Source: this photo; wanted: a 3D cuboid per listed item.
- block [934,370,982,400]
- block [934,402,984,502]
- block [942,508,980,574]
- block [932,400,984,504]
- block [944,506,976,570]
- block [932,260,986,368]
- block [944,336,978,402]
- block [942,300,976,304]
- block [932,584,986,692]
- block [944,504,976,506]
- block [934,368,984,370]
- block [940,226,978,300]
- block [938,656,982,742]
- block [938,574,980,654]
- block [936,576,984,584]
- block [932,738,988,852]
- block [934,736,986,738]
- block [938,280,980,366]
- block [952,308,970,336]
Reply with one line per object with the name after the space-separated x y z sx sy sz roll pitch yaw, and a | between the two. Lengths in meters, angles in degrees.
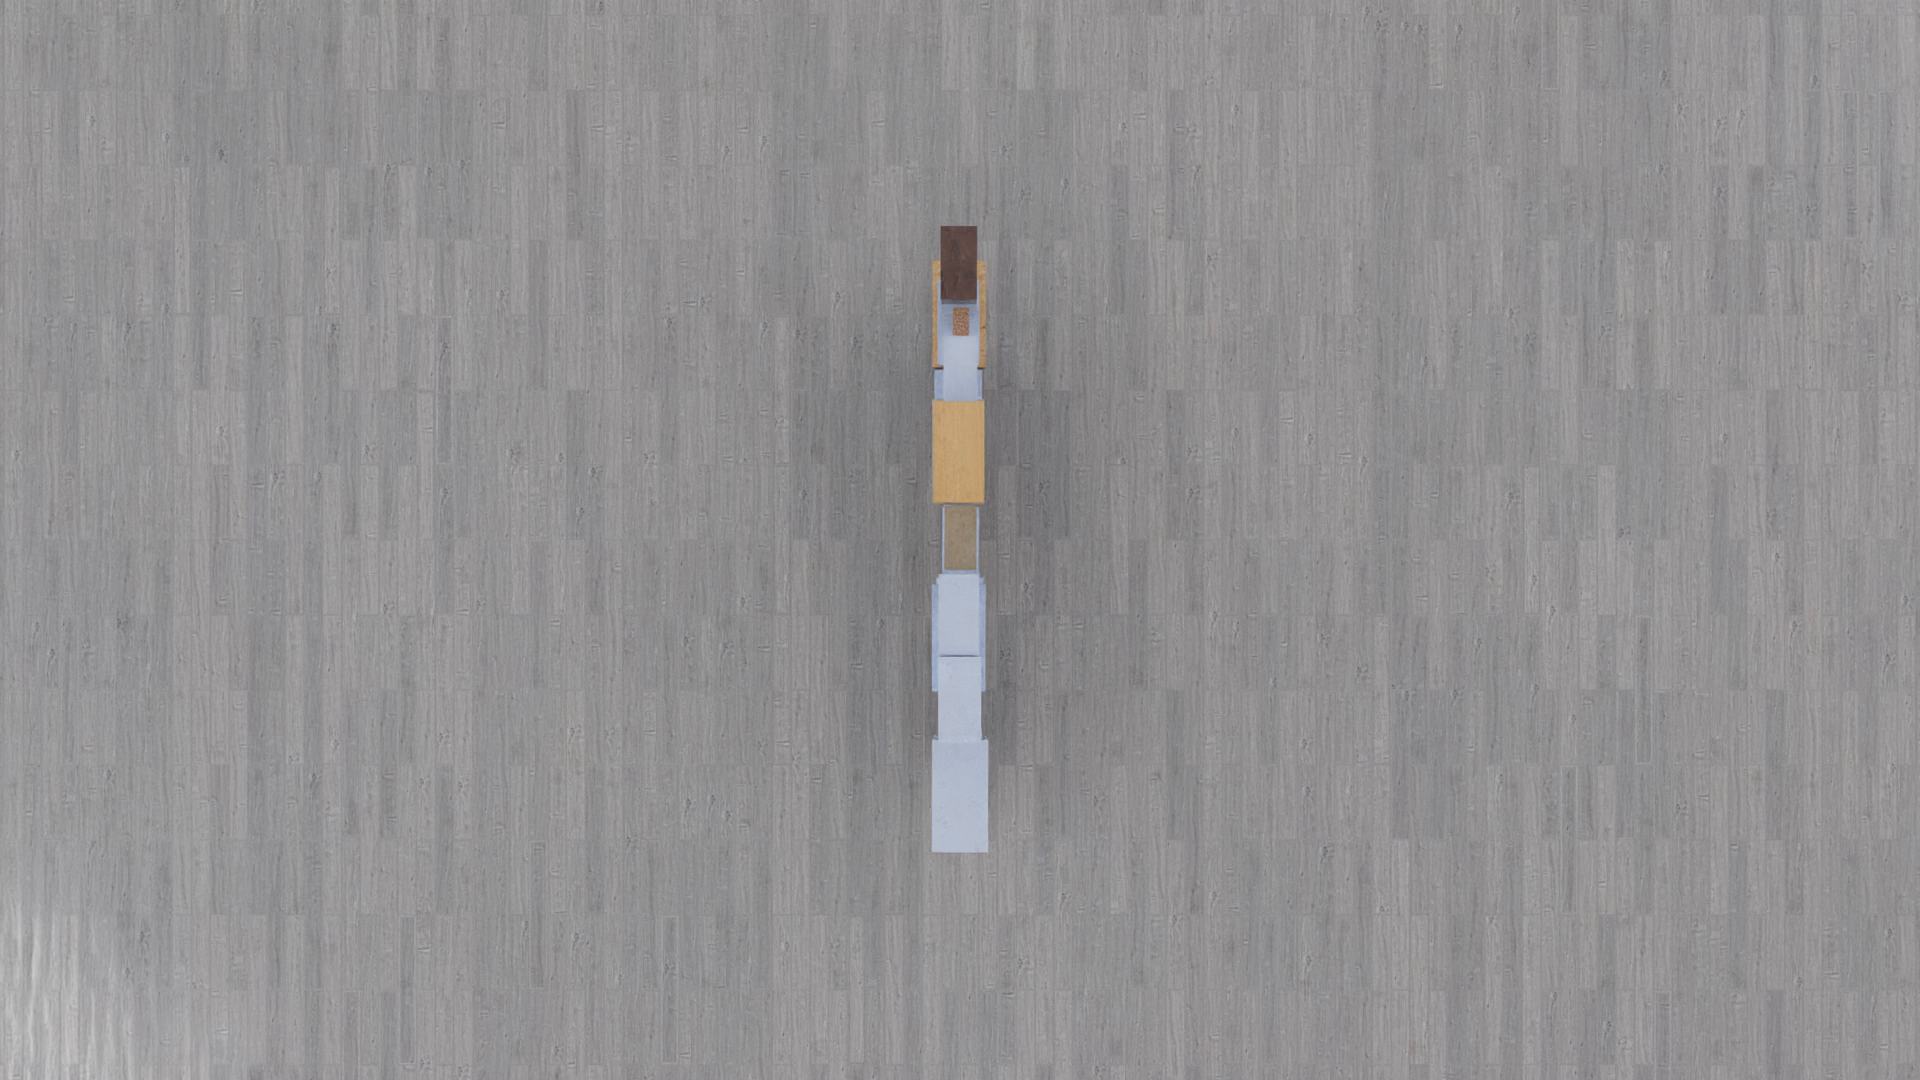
-0.005 -0.383 5.180 0.149 0.042 0.299 0 90 0 | block
-0.002 -0.240 4.514 0.137 0.039 0.275 0 90 0 | block
0.002 0.012 5.032 0.111 0.031 0.222 0 90 1 | block
-0.005 -0.257 4.830 0.153 0.043 0.307 0 90 0 | block
0.001 -0.006 4.817 0.093 0.026 0.186 0 90 1 | block
-0.002 -0.703 5.146 0.165 0.047 0.330 0 90 0 | block
0.001 -0.475 4.608 0.094 0.027 0.187 0 90 0 | block
-0.003 -0.707 4.738 0.102 0.204 0.029 0 90 0 | block
-0.004 0.285 4.820 0.156 0.044 0.312 0 90 0 | block
0.000 -0.128 5.284 0.101 0.029 0.202 0 90 0 | block
-0.002 -0.592 5.335 0.165 0.330 0.047 0 90 0 | block
-0.003 -0.775 4.622 0.102 0.029 0.204 0 90 0 | block
-0.001 0.439 4.546 0.118 0.033 0.236 0 90 0 | block
-0.003 0.205 4.561 0.111 0.031 0.221 0 90 0 | block
0.001 0.267 5.176 0.151 0.043 0.302 0 90 0 | block
0.000 0.718 4.649 0.158 0.045 0.315 0 90 0 | block
0.000 0.611 4.829 0.158 0.315 0.045 1 89 0 | block
-0.005 -0.640 4.858 0.124 0.035 0.248 0 90 0 | block
0.003 -0.620 4.739 0.047 0.013 0.095 0 90 0 | block
